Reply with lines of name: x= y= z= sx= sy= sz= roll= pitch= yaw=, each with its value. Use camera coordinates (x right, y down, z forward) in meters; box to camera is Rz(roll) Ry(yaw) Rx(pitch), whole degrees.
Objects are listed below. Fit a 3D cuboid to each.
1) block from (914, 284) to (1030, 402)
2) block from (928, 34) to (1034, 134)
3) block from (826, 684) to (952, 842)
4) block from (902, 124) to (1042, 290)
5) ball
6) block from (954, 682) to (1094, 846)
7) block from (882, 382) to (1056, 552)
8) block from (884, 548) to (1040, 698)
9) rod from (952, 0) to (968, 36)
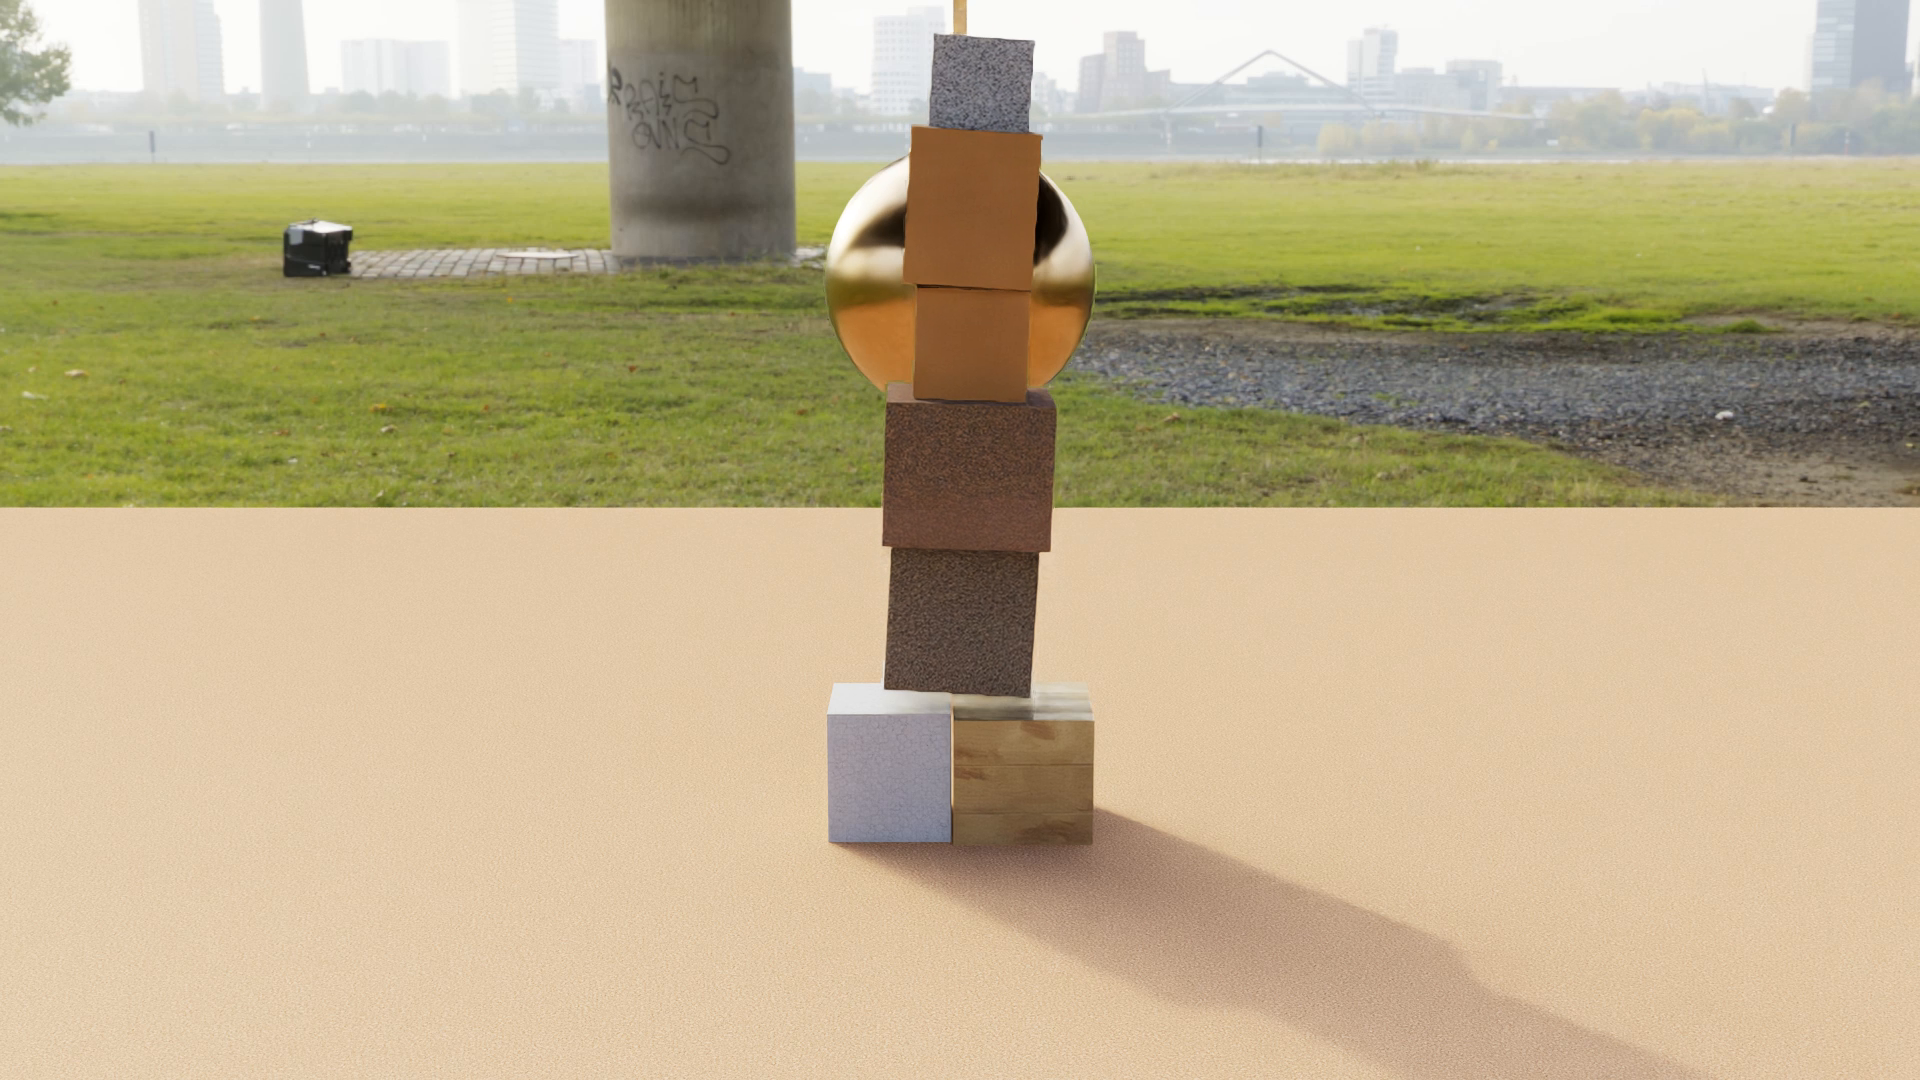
block: x=0.051 y=-0.997 z=10.982 sx=0.551 sy=0.539 sz=0.535 roll=2 pitch=10 yaw=-2
block: x=0.098 y=-2.234 z=10.769 sx=0.483 sy=0.440 sz=0.475 roll=4 pitch=12 yaw=-2
block: x=-0.357 y=1.145 z=11.401 sx=0.621 sy=0.669 sz=0.641 roll=0 pitch=10 yaw=0
block: x=0.050 y=-1.653 z=10.881 sx=0.627 sy=0.745 sz=0.608 roll=3 pitch=12 yaw=-2
ball: x=0.000 y=-1.530 z=13.010 sx=1.600 sy=1.600 sz=1.600 roll=0 pitch=10 yaw=0
block: x=0.319 y=1.148 z=11.391 sx=0.704 sy=0.652 sz=0.740 roll=0 pitch=11 yaw=0
block: x=0.036 y=-0.378 z=11.088 sx=0.826 sy=0.713 sz=0.806 roll=2 pitch=11 yaw=-1
block: x=0.008 y=0.344 z=11.251 sx=0.735 sy=0.741 sz=0.640 roll=3 pitch=11 yaw=0
rod: x=0.000 y=-4.459 z=11.283 sx=0.080 sy=5.200 sz=0.080 roll=0 pitch=31 yaw=0
